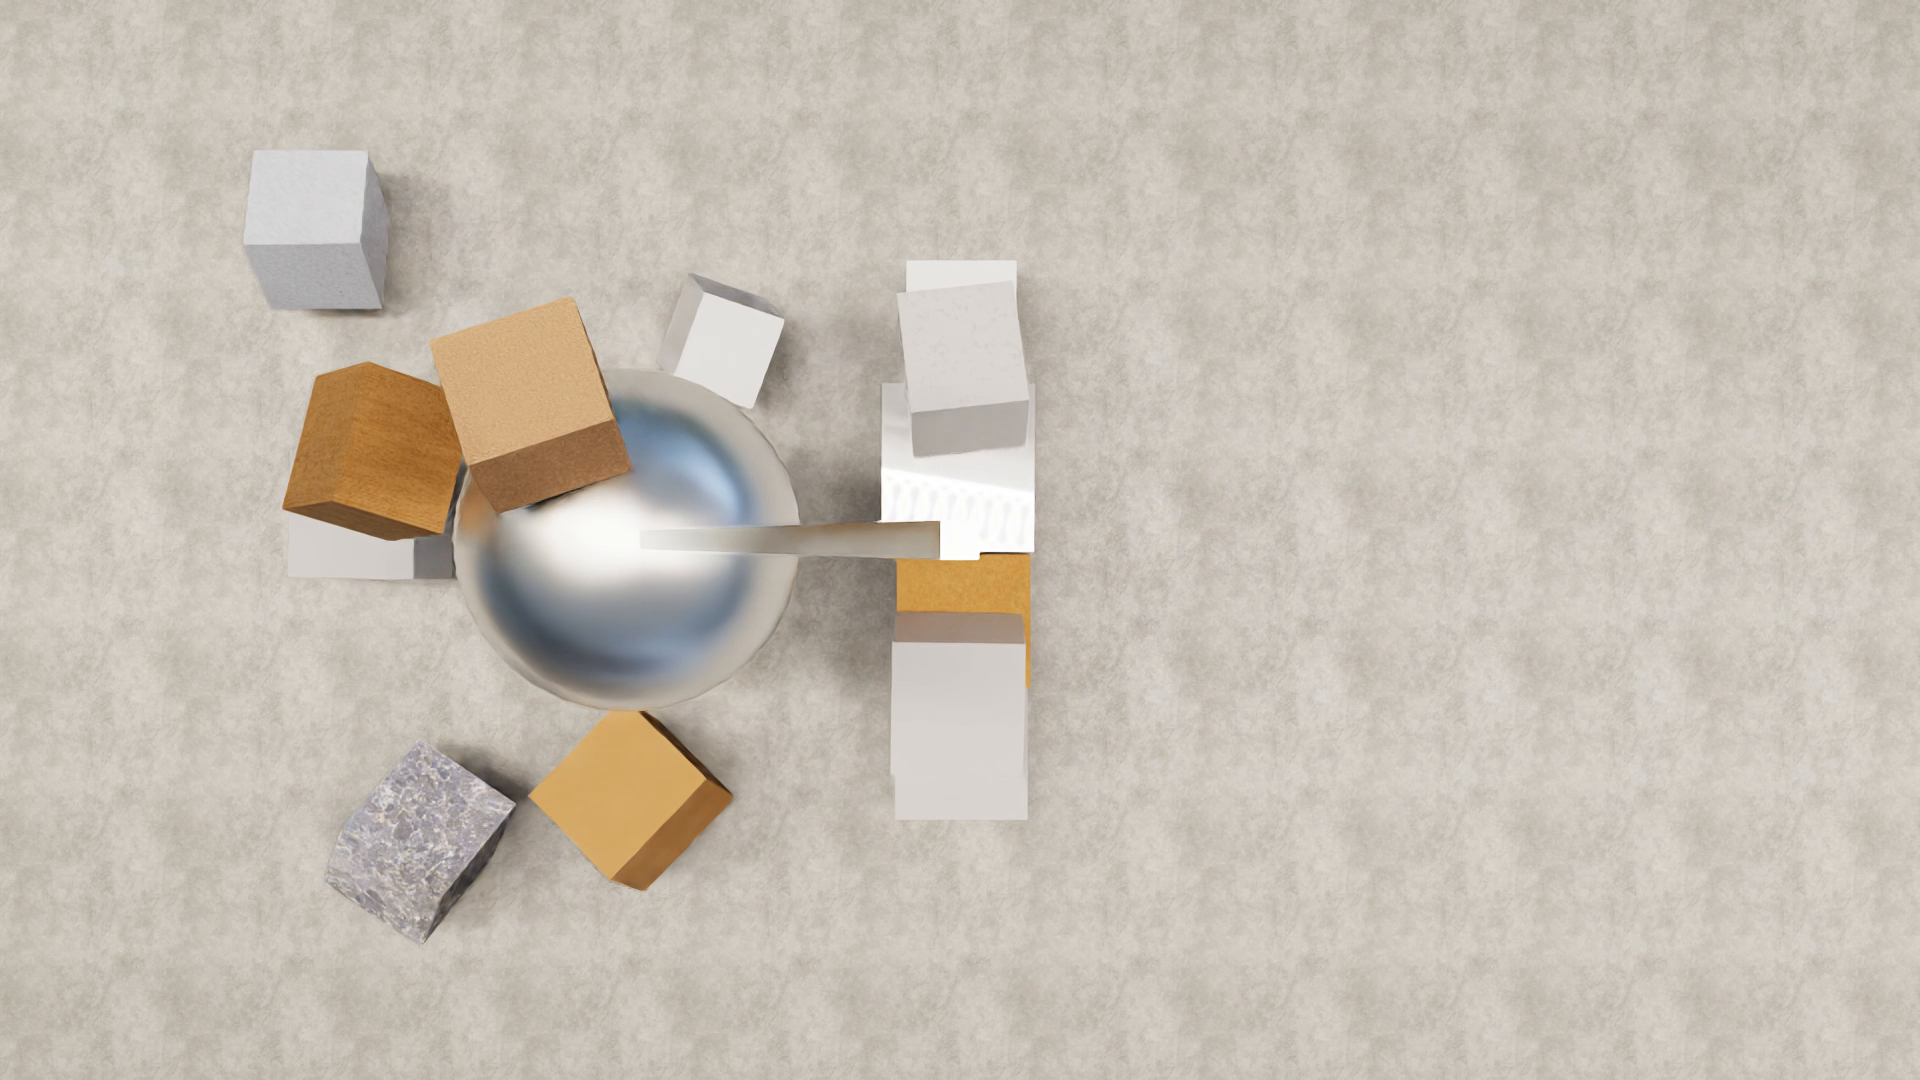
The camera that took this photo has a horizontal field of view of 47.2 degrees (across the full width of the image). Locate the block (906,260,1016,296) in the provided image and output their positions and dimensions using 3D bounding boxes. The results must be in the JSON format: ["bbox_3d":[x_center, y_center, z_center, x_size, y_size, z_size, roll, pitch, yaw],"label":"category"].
[{"bbox_3d":[0.009,-1.222,12.679,0.619,0.641,0.696,0,90,0],"label":"block"}]

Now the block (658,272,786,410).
[{"bbox_3d":[-1.373,-1.145,12.588,0.486,0.597,0.545,17,102,-20],"label":"block"}]

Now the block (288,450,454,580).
[{"bbox_3d":[-3.372,-0.142,12.642,0.731,0.631,0.713,1,90,7],"label":"block"}]

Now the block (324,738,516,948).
[{"bbox_3d":[-3.070,1.723,12.505,0.667,0.667,0.724,34,48,1],"label":"block"}]

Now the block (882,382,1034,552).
[{"bbox_3d":[-0.010,-0.404,12.605,0.847,0.791,0.932,0,90,0],"label":"block"}]

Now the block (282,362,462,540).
[{"bbox_3d":[-2.664,-0.394,10.074,0.534,0.591,0.647,20,75,-36],"label":"block"}]

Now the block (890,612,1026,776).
[{"bbox_3d":[-0.011,0.826,11.925,0.701,0.694,0.723,1,101,0],"label":"block"}]

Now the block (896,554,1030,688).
[{"bbox_3d":[0.020,0.453,12.640,0.746,0.721,0.746,0,90,0],"label":"block"}]

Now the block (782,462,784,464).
[{"bbox_3d":[-1.450,-0.120,12.646,0.743,0.708,0.762,6,90,0],"label":"block"}]

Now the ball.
[{"bbox_3d":[-1.543,0.000,10.241,1.600,1.600,1.600,0,90,0],"label":"ball"}]

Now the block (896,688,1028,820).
[{"bbox_3d":[0.007,1.202,12.674,0.742,0.652,0.737,0,90,0],"label":"block"}]

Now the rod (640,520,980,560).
[{"bbox_3d":[-0.669,0.000,6.956,0.080,5.200,0.080,0,90,-15],"label":"rod"}]

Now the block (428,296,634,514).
[{"bbox_3d":[-1.787,-0.556,9.226,0.610,0.656,0.570,-19,75,-7],"label":"block"}]

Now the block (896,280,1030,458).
[{"bbox_3d":[0.012,-0.915,11.873,0.620,0.669,0.683,-6,72,-2],"label":"block"}]

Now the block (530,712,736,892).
[{"bbox_3d":[-1.855,1.461,12.529,0.676,0.721,0.757,42,84,15],"label":"block"}]

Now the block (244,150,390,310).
[{"bbox_3d":[-3.653,-1.763,12.535,0.632,0.672,0.629,-1,64,-4],"label":"block"}]
